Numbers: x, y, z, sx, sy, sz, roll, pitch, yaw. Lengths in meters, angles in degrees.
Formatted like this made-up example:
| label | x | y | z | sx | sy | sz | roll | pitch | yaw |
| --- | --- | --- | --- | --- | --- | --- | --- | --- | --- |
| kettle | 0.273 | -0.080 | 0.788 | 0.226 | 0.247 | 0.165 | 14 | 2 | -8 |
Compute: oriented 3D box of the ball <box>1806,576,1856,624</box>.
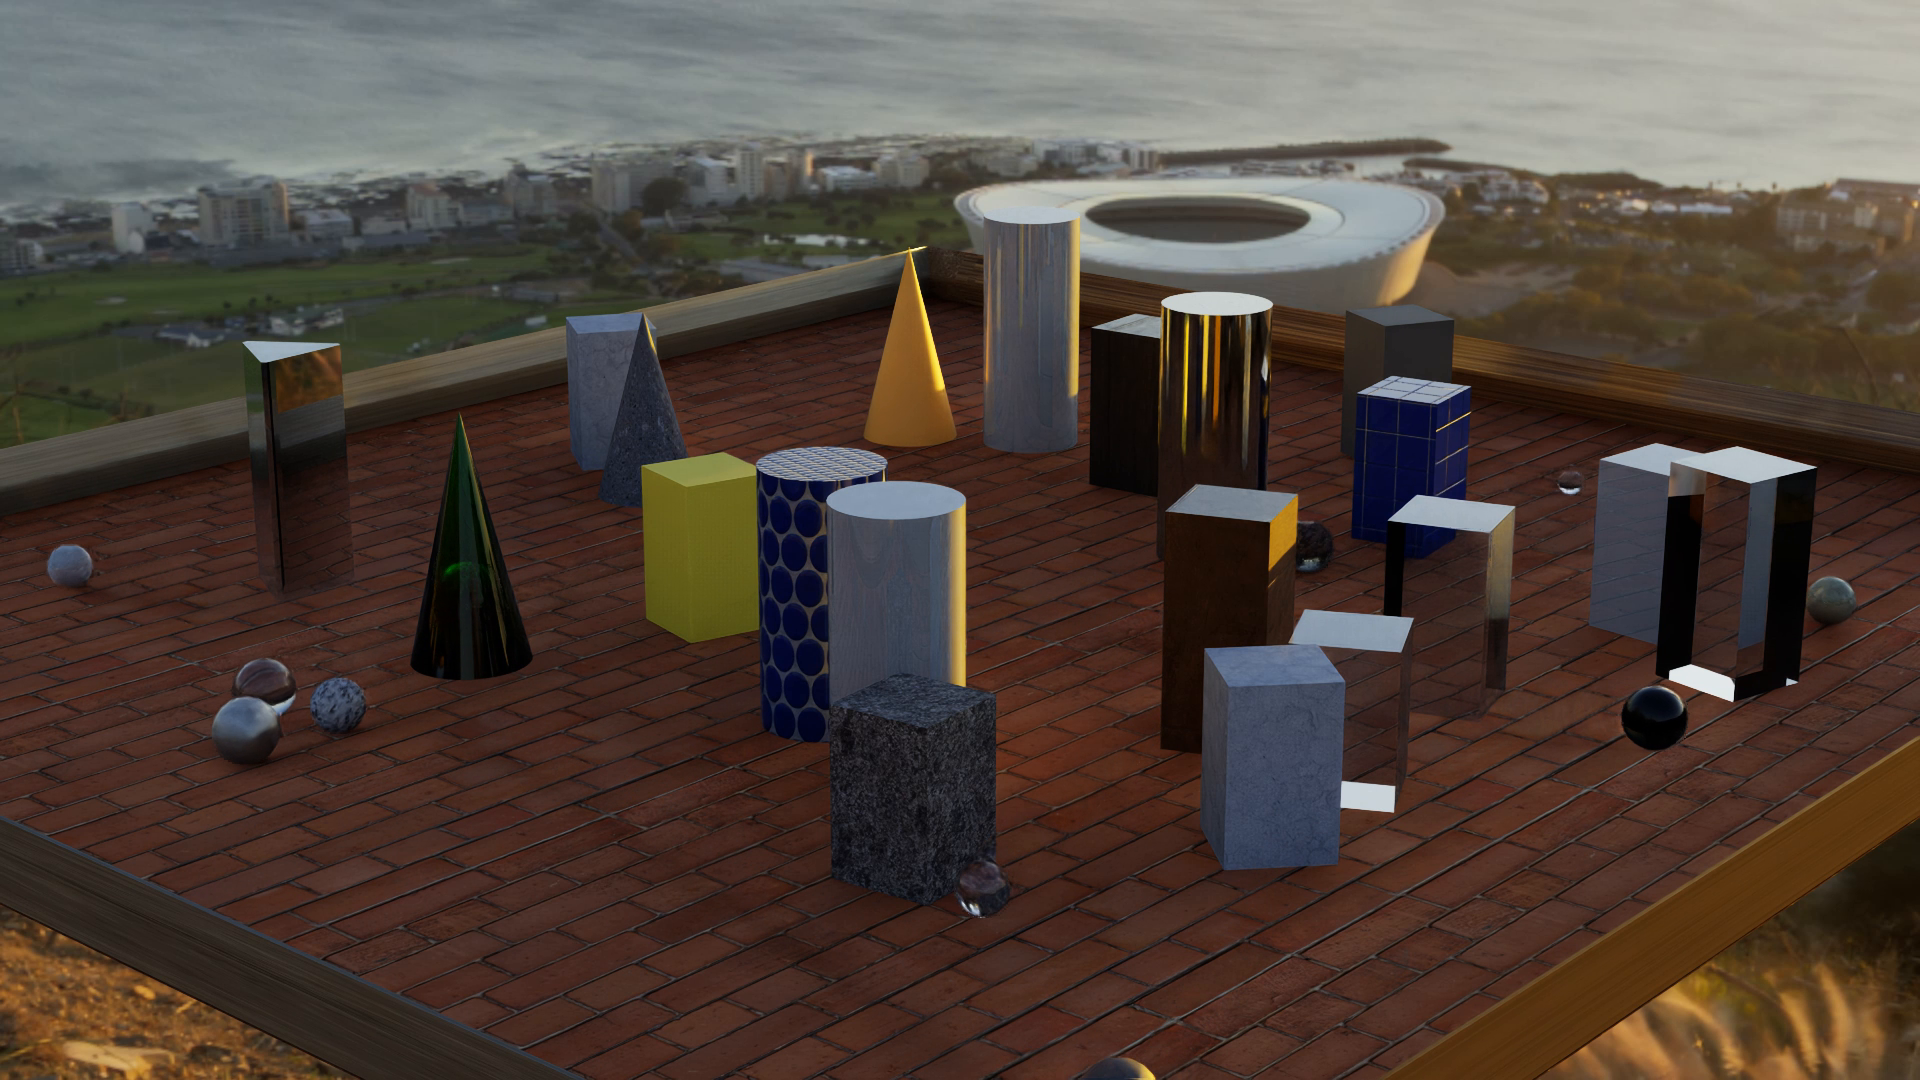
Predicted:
| label | x | y | z | sx | sy | sz | roll | pitch | yaw |
| --- | --- | --- | --- | --- | --- | --- | --- | --- | --- |
| ball | 1.476 | 0.103 | 4.970 | 0.082 | 0.082 | 0.082 | 0 | 17 | 0 |

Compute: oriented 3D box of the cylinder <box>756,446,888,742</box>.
| label | x | y | z | sx | sy | sz | roll | pitch | yaw |
| --- | --- | --- | --- | --- | --- | --- | --- | --- | --- |
| cylinder | -0.208 | 0.082 | 4.472 | 0.199 | 0.411 | 0.199 | 0 | 17 | 0 |

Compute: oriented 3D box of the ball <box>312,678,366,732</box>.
| label | x | y | z | sx | sy | sz | roll | pitch | yaw |
| --- | --- | --- | --- | --- | --- | --- | --- | --- | --- |
| ball | -0.948 | 0.252 | 4.475 | 0.083 | 0.083 | 0.083 | 0 | 17 | 0 |

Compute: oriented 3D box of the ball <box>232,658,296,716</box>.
| label | x | y | z | sx | sy | sz | roll | pitch | yaw |
| --- | --- | --- | --- | --- | --- | --- | --- | --- | --- |
| ball | -1.073 | 0.230 | 4.523 | 0.096 | 0.096 | 0.096 | 0 | 17 | 0 |

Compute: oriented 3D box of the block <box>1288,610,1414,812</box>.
| label | x | y | z | sx | sy | sz | roll | pitch | yaw |
| --- | --- | --- | --- | --- | --- | --- | --- | --- | --- |
| block | 0.560 | 0.244 | 4.226 | 0.159 | 0.240 | 0.159 | 4 | 17 | 14 |

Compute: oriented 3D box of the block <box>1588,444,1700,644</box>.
| label | x | y | z | sx | sy | sz | roll | pitch | yaw |
| --- | --- | --- | --- | --- | --- | --- | --- | --- | --- |
| block | 1.179 | 0.007 | 4.926 | 0.159 | 0.291 | 0.159 | -14 | 22 | -40 |

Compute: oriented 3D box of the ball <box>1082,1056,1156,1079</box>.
| label | x | y | z | sx | sy | sz | roll | pitch | yaw |
| --- | --- | --- | --- | --- | --- | --- | --- | --- | --- |
| ball | 0.176 | 0.618 | 3.240 | 0.093 | 0.093 | 0.093 | 0 | 17 | 0 |

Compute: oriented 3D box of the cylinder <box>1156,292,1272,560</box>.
| label | x | y | z | sx | sy | sz | roll | pitch | yaw |
| --- | --- | --- | --- | --- | --- | --- | --- | --- | --- |
| cylinder | 0.459 | -0.198 | 5.299 | 0.199 | 0.468 | 0.199 | 0 | 17 | 0 |

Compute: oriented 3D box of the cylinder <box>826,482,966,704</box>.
| label | x | y | z | sx | sy | sz | roll | pitch | yaw |
| --- | --- | --- | --- | --- | --- | --- | --- | --- | --- |
| cylinder | -0.091 | 0.147 | 4.227 | 0.199 | 0.426 | 0.199 | 0 | 17 | 0 |

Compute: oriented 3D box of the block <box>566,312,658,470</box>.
| label | x | y | z | sx | sy | sz | roll | pitch | yaw |
| --- | --- | --- | --- | --- | --- | --- | --- | --- | --- |
| block | -0.707 | -0.304 | 5.971 | 0.159 | 0.283 | 0.159 | -5 | 17 | -15 |

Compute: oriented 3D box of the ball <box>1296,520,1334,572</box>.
| label | x | y | z | sx | sy | sz | roll | pitch | yaw |
| --- | --- | --- | --- | --- | --- | --- | --- | --- | --- |
| ball | 0.622 | 0.011 | 5.256 | 0.092 | 0.092 | 0.092 | 0 | 17 | 0 |

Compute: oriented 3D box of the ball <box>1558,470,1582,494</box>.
| label | x | y | z | sx | sy | sz | roll | pitch | yaw |
| --- | --- | --- | --- | --- | --- | --- | --- | --- | --- |
| ball | 1.196 | -0.112 | 5.745 | 0.047 | 0.047 | 0.047 | 0 | 17 | 0 |

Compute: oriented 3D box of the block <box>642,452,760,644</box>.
| label | x | y | z | sx | sy | sz | roll | pitch | yaw |
| --- | --- | --- | --- | --- | --- | --- | --- | --- | --- |
| block | -0.426 | 0.011 | 4.949 | 0.159 | 0.271 | 0.159 | -11 | 20 | -32 |

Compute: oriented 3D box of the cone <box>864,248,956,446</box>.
| label | x | y | z | sx | sy | sz | roll | pitch | yaw |
| --- | --- | --- | --- | --- | --- | --- | --- | --- | --- |
| cone | -0.106 | -0.415 | 6.135 | 0.199 | 0.402 | 0.199 | 0 | 17 | 0 |

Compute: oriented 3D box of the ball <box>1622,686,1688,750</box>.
| label | x | y | z | sx | sy | sz | roll | pitch | yaw |
| --- | --- | --- | --- | --- | --- | --- | --- | --- | --- |
| ball | 1.042 | 0.267 | 4.401 | 0.097 | 0.097 | 0.097 | 0 | 17 | 0 |

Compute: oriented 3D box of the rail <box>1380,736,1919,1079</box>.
| label | x | y | z | sx | sy | sz | roll | pitch | yaw |
| --- | --- | --- | --- | --- | --- | --- | --- | --- | --- |
| rail | 1.268 | 0.350 | 4.066 | 0.045 | 0.129 | 3.673 | 14 | 22 | 39 |

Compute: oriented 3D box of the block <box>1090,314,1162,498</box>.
| label | x | y | z | sx | sy | sz | roll | pitch | yaw |
| --- | --- | --- | --- | --- | --- | --- | --- | --- | --- |
| block | 0.368 | -0.268 | 5.792 | 0.159 | 0.318 | 0.159 | 12 | 20 | 34 |

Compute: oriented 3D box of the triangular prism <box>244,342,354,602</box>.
| label | x | y | z | sx | sy | sz | roll | pitch | yaw |
| --- | --- | --- | --- | --- | --- | --- | --- | --- | --- |
| triangular prism | -1.189 | -0.128 | 5.138 | 0.149 | 0.428 | 0.172 | 12 | 21 | 35 |

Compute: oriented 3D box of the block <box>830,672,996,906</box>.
| label | x | y | z | sx | sy | sz | roll | pitch | yaw |
| --- | --- | --- | --- | --- | --- | --- | --- | --- | --- |
| block | -0.062 | 0.330 | 3.926 | 0.159 | 0.249 | 0.159 | 11 | 20 | 33 |

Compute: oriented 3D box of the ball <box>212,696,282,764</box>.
| label | x | y | z | sx | sy | sz | roll | pitch | yaw |
| --- | --- | --- | --- | --- | --- | --- | --- | --- | --- |
| ball | -1.058 | 0.281 | 4.348 | 0.099 | 0.099 | 0.099 | 0 | 17 | 0 |

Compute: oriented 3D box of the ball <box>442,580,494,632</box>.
| label | x | y | z | sx | sy | sz | roll | pitch | yaw |
| --- | --- | --- | --- | --- | --- | --- | --- | --- | --- |
| ball | -0.828 | 0.111 | 4.935 | 0.088 | 0.088 | 0.088 | 0 | 17 | 0 |

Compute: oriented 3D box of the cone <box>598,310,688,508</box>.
| label | x | y | z | sx | sy | sz | roll | pitch | yaw |
| --- | --- | --- | --- | --- | --- | --- | --- | --- | --- |
| cone | -0.611 | -0.267 | 5.704 | 0.199 | 0.366 | 0.199 | 0 | 17 | 0 |

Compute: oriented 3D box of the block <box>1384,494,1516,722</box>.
| label | x | y | z | sx | sy | sz | roll | pitch | yaw |
| --- | --- | --- | --- | --- | --- | --- | --- | --- | --- |
| block | 0.761 | 0.105 | 4.578 | 0.159 | 0.305 | 0.159 | 8 | 18 | 24 |

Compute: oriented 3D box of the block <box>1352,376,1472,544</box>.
| label | x | y | z | sx | sy | sz | roll | pitch | yaw |
| --- | --- | --- | --- | --- | --- | --- | --- | --- | --- |
| block | 0.839 | -0.144 | 5.451 | 0.159 | 0.278 | 0.159 | 10 | 19 | 30 |

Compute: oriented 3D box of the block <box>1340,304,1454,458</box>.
| label | x | y | z | sx | sy | sz | roll | pitch | yaw |
| --- | --- | --- | --- | --- | --- | --- | --- | --- | --- |
| block | 0.890 | -0.313 | 5.976 | 0.159 | 0.298 | 0.159 | -7 | 18 | -21 |

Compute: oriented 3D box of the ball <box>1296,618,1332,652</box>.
| label | x | y | z | sx | sy | sz | roll | pitch | yaw |
| --- | --- | --- | --- | --- | --- | --- | --- | --- | --- |
| ball | 0.581 | 0.159 | 4.821 | 0.061 | 0.061 | 0.061 | 0 | 17 | 0 |

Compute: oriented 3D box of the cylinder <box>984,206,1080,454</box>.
| label | x | y | z | sx | sy | sz | roll | pitch | yaw |
| --- | --- | --- | --- | --- | --- | --- | --- | --- | --- |
| cylinder | 0.147 | -0.436 | 6.074 | 0.199 | 0.478 | 0.199 | 0 | 17 | 0 |

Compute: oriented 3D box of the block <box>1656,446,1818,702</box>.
| label | x | y | z | sx | sy | sz | roll | pitch | yaw |
| --- | --- | --- | --- | --- | --- | --- | --- | --- | --- |
| block | 1.233 | 0.052 | 4.663 | 0.159 | 0.357 | 0.159 | -12 | 20 | -34 |

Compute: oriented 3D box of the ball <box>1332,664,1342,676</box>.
| label | x | y | z | sx | sy | sz | roll | pitch | yaw |
| --- | --- | --- | --- | --- | --- | --- | --- | --- | --- |
| ball | 0.551 | 0.226 | 4.552 | 0.088 | 0.088 | 0.088 | 0 | 17 | 0 |

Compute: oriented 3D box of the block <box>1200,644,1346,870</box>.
| label | x | y | z | sx | sy | sz | roll | pitch | yaw |
| --- | --- | --- | --- | --- | --- | --- | --- | --- | --- |
| block | 0.426 | 0.295 | 4.017 | 0.159 | 0.263 | 0.159 | -2 | 17 | -7 |

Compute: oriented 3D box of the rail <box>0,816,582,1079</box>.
| label | x | y | z | sx | sy | sz | roll | pitch | yaw |
| --- | --- | --- | --- | --- | --- | --- | --- | --- | --- |
| rail | -1.189 | 0.427 | 3.809 | 3.406 | 0.129 | 0.045 | 14 | 22 | 39 |

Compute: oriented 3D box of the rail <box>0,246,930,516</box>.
| label | x | y | z | sx | sy | sz | roll | pitch | yaw |
| --- | --- | --- | --- | --- | --- | --- | --- | --- | --- |
| rail | -1.268 | -0.285 | 6.174 | 0.045 | 0.129 | 3.673 | 14 | 22 | 39 |

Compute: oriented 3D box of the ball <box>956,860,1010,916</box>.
| label | x | y | z | sx | sy | sz | roll | pitch | yaw |
| --- | --- | --- | --- | --- | --- | --- | --- | --- | --- |
| ball | 0.030 | 0.454 | 3.820 | 0.073 | 0.073 | 0.073 | 0 | 17 | 0 |

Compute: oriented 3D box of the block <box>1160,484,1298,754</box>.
| label | x | y | z | sx | sy | sz | roll | pitch | yaw |
| --- | --- | --- | --- | --- | --- | --- | --- | --- | --- |
| block | 0.404 | 0.123 | 4.402 | 0.159 | 0.372 | 0.159 | 6 | 18 | 20 |

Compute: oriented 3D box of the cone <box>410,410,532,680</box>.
| label | x | y | z | sx | sy | sz | roll | pitch | yaw |
| --- | --- | --- | --- | --- | --- | --- | --- | --- | --- |
| cone | -0.800 | -0.006 | 4.743 | 0.199 | 0.421 | 0.199 | 0 | 17 | 0 |

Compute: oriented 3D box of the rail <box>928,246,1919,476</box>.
| label | x | y | z | sx | sy | sz | roll | pitch | yaw |
| --- | --- | --- | --- | --- | --- | --- | --- | --- | --- |
| rail | 1.189 | -0.363 | 6.430 | 3.406 | 0.129 | 0.045 | 14 | 22 | 39 |

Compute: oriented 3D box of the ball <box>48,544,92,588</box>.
| label | x | y | z | sx | sy | sz | roll | pitch | yaw |
| --- | --- | --- | --- | --- | --- | --- | --- | --- | --- |
| ball | -1.568 | 0.047 | 5.165 | 0.077 | 0.077 | 0.077 | 0 | 17 | 0 |
